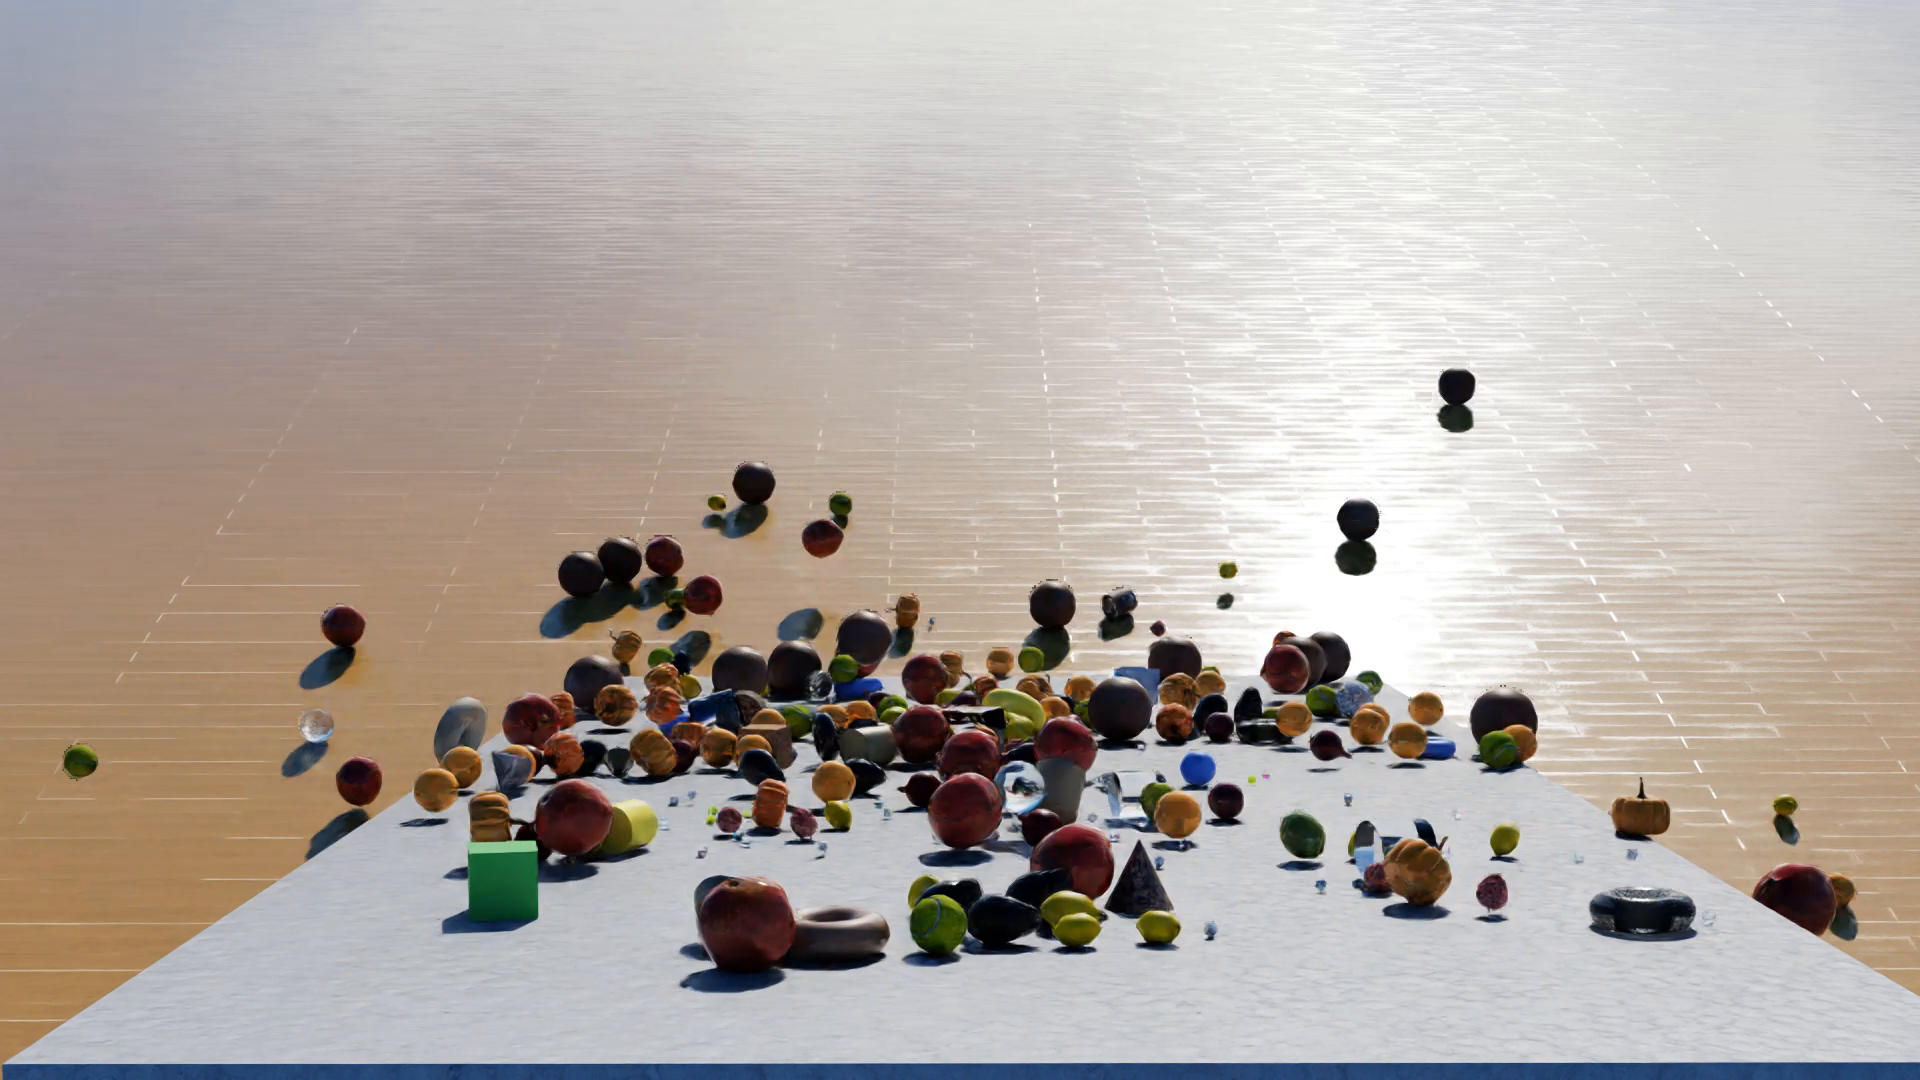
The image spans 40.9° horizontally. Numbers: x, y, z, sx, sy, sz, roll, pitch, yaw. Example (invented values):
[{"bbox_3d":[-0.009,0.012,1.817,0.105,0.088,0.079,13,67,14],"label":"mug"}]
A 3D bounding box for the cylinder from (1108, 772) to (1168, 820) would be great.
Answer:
[{"bbox_3d":[0.284,0.410,4.123,0.076,0.076,0.076,-1,23,-14],"label":"cylinder"}]

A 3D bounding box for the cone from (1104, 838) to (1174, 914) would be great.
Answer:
[{"bbox_3d":[0.234,0.434,3.358,0.092,0.092,0.092,0,2,0],"label":"cone"}]

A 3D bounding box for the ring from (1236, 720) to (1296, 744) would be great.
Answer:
[{"bbox_3d":[0.613,0.383,5.160,0.121,0.040,0.121,-1,2,0],"label":"ring"}]

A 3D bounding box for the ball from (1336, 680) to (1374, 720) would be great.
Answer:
[{"bbox_3d":[0.842,0.342,5.496,0.082,0.082,0.082,0,23,0],"label":"ball"}]

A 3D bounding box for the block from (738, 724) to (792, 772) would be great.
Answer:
[{"bbox_3d":[-0.360,0.383,4.754,0.076,0.076,0.076,1,3,16],"label":"block"}]

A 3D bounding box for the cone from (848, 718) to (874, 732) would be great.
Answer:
[{"bbox_3d":[-0.188,0.395,5.001,0.070,0.070,0.070,1,29,3],"label":"cone"}]

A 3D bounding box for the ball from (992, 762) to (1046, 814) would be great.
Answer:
[{"bbox_3d":[0.090,0.378,3.930,0.081,0.081,0.081,0,23,0],"label":"ball"}]

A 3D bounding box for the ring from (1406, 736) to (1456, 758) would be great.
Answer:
[{"bbox_3d":[0.901,0.397,4.927,0.097,0.032,0.097,1,3,0],"label":"ring"}]

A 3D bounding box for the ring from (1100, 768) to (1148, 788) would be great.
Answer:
[{"bbox_3d":[0.293,0.417,4.467,0.098,0.033,0.098,0,1,0],"label":"ring"}]

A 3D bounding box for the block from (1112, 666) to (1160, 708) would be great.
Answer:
[{"bbox_3d":[0.376,0.314,5.507,0.077,0.077,0.077,5,-10,-16],"label":"block"}]

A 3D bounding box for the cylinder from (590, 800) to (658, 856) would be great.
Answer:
[{"bbox_3d":[-0.498,0.425,3.812,0.073,0.073,0.073,10,6,23],"label":"cylinder"}]

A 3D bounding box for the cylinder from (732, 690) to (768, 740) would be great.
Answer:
[{"bbox_3d":[-0.439,0.355,5.206,0.094,0.094,0.094,0,2,1],"label":"cylinder"}]

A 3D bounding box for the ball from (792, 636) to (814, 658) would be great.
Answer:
[{"bbox_3d":[-0.419,0.286,6.840,0.056,0.056,0.056,0,23,0],"label":"ball"}]

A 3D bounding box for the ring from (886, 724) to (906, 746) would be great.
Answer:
[{"bbox_3d":[-0.168,0.387,5.096,0.120,0.040,0.120,1,2,0],"label":"ring"}]

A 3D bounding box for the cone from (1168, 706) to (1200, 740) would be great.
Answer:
[{"bbox_3d":[0.455,0.368,5.209,0.067,0.067,0.067,0,2,0],"label":"cone"}]

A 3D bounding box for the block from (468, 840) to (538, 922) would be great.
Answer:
[{"bbox_3d":[-0.590,0.439,3.321,0.087,0.087,0.087,-1,3,-12],"label":"block"}]

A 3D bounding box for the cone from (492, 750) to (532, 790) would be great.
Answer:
[{"bbox_3d":[-0.786,0.383,4.432,0.071,0.071,0.071,-22,50,-42],"label":"cone"}]

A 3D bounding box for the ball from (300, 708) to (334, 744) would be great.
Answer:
[{"bbox_3d":[-1.596,0.462,6.388,0.086,0.086,0.086,0,23,0],"label":"ball"}]

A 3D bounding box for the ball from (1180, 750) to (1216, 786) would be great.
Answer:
[{"bbox_3d":[0.417,0.400,4.512,0.062,0.062,0.062,0,23,0],"label":"ball"}]

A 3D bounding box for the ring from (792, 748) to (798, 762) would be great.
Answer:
[{"bbox_3d":[-0.349,0.403,4.836,0.086,0.029,0.086,0,4,0],"label":"ring"}]

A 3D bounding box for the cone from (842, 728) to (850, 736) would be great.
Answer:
[{"bbox_3d":[-0.241,0.399,4.985,0.054,0.054,0.054,7,31,16],"label":"cone"}]

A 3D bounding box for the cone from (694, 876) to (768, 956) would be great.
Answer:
[{"bbox_3d":[-0.293,0.471,3.091,0.096,0.096,0.096,7,31,15],"label":"cone"}]

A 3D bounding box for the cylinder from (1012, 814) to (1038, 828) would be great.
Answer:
[{"bbox_3d":[0.109,0.424,4.059,0.054,0.054,0.054,0,2,0],"label":"cylinder"}]

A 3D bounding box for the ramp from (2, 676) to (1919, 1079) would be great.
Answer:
[{"bbox_3d":[0.053,0.480,4.538,2.000,0.100,4.000,0,2,0],"label":"ramp"}]

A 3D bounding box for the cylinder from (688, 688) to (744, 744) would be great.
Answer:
[{"bbox_3d":[-0.484,0.350,5.111,0.092,0.092,0.092,-14,24,0],"label":"cylinder"}]

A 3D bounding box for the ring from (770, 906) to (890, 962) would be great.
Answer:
[{"bbox_3d":[-0.155,0.470,3.068,0.144,0.048,0.144,-1,3,0],"label":"ring"}]

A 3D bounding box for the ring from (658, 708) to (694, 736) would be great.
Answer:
[{"bbox_3d":[-0.548,0.375,5.290,0.145,0.048,0.145,-1,3,0],"label":"ring"}]

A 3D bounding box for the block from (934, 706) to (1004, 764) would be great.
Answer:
[{"bbox_3d":[0.018,0.368,4.885,0.095,0.095,0.095,1,3,32],"label":"block"}]

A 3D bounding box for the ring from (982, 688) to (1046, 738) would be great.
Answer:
[{"bbox_3d":[0.108,0.349,5.183,0.138,0.138,0.046,9,55,21],"label":"ring"}]

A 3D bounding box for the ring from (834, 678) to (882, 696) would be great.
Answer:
[{"bbox_3d":[-0.239,0.346,6.035,0.116,0.039,0.116,-2,-2,0],"label":"ring"}]

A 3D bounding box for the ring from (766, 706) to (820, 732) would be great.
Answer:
[{"bbox_3d":[-0.356,0.372,5.361,0.139,0.046,0.139,-1,3,0],"label":"ring"}]

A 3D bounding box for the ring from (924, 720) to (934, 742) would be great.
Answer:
[{"bbox_3d":[-0.012,0.382,5.165,0.124,0.041,0.124,0,4,0],"label":"ring"}]

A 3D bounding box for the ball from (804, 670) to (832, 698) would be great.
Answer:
[{"bbox_3d":[-0.326,0.332,5.917,0.066,0.066,0.066,0,23,0],"label":"ball"}]

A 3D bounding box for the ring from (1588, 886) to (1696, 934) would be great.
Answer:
[{"bbox_3d":[0.856,0.464,3.229,0.131,0.044,0.131,-1,2,0],"label":"ring"}]

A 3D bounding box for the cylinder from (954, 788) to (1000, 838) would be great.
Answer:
[{"bbox_3d":[0.027,0.418,3.929,0.054,0.054,0.054,-12,55,-25],"label":"cylinder"}]

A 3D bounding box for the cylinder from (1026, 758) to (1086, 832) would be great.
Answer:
[{"bbox_3d":[0.148,0.395,3.999,0.082,0.082,0.082,5,51,12],"label":"cylinder"}]

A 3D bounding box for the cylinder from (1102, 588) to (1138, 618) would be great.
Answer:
[{"bbox_3d":[0.438,0.173,7.084,0.070,0.070,0.070,-19,30,-35],"label":"cylinder"}]

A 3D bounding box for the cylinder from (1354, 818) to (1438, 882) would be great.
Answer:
[{"bbox_3d":[0.603,0.429,3.565,0.085,0.085,0.085,0,21,-21],"label":"cylinder"}]
